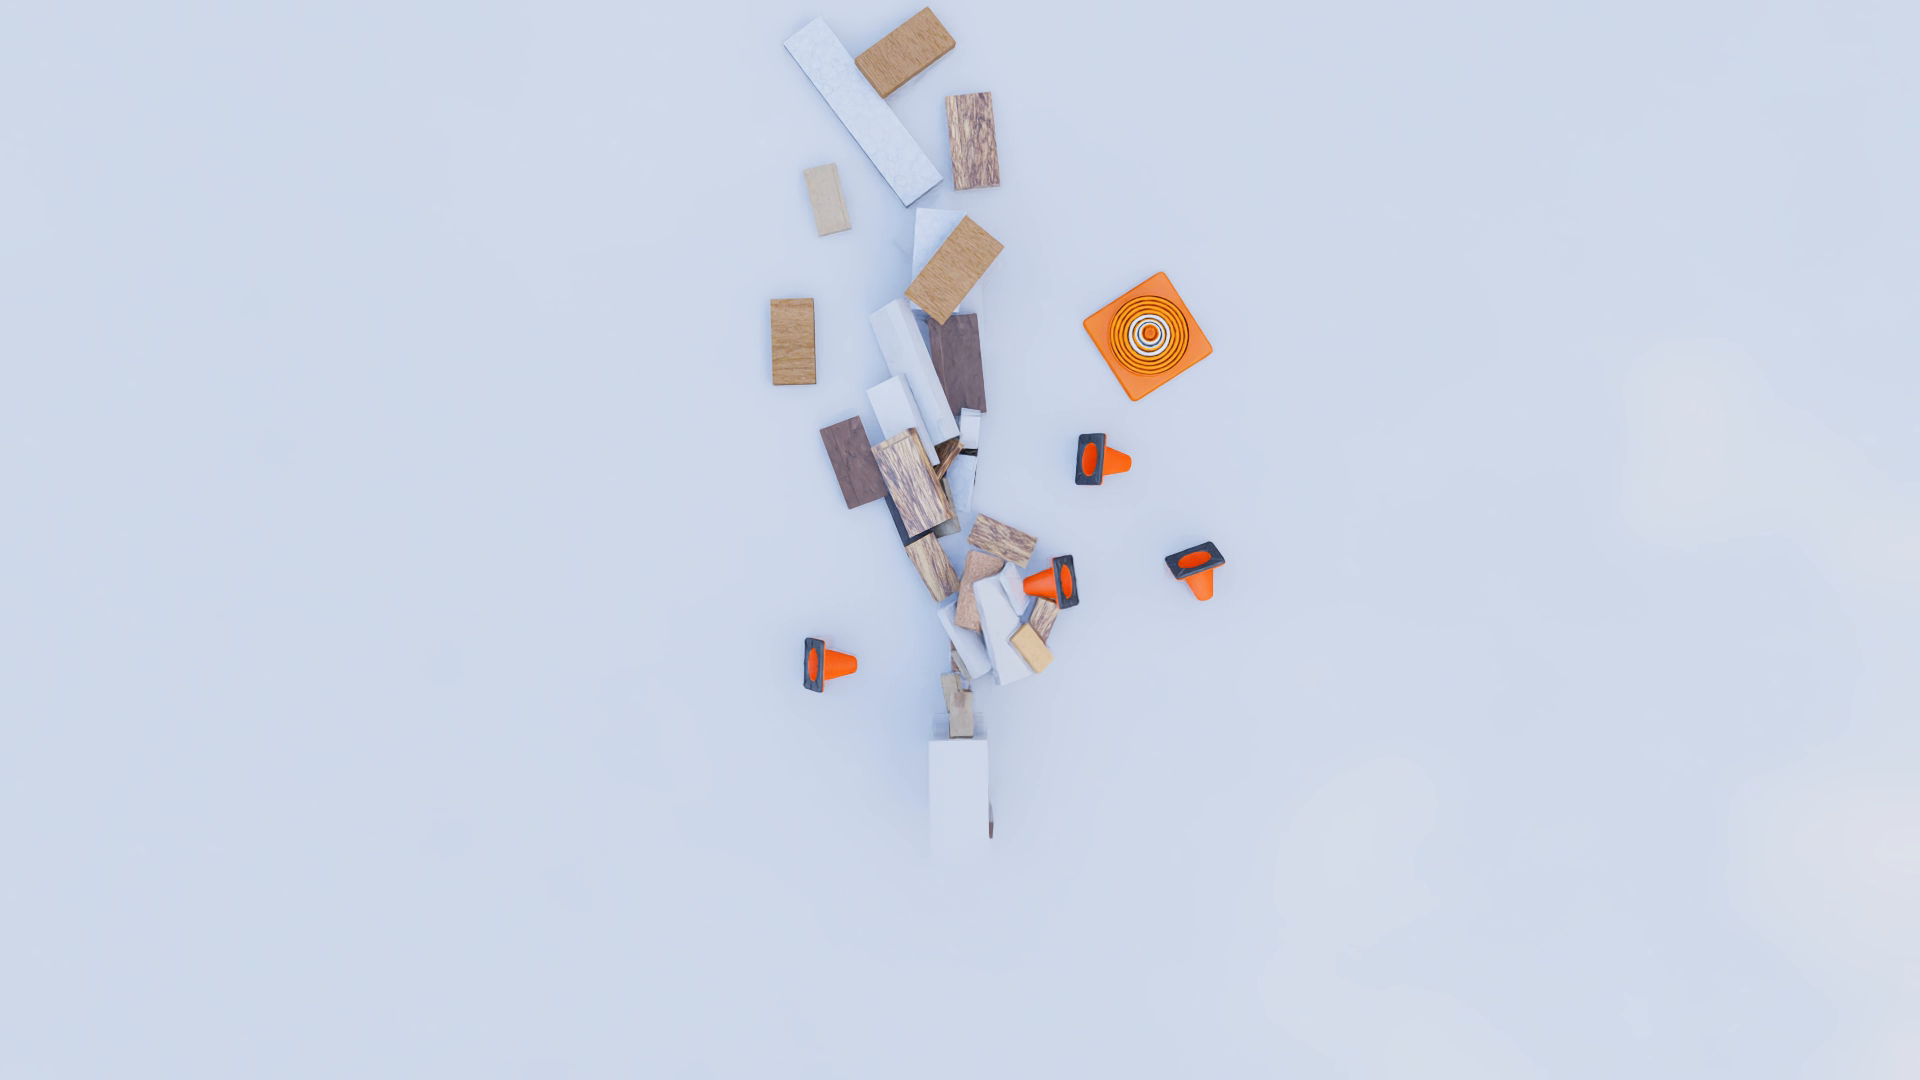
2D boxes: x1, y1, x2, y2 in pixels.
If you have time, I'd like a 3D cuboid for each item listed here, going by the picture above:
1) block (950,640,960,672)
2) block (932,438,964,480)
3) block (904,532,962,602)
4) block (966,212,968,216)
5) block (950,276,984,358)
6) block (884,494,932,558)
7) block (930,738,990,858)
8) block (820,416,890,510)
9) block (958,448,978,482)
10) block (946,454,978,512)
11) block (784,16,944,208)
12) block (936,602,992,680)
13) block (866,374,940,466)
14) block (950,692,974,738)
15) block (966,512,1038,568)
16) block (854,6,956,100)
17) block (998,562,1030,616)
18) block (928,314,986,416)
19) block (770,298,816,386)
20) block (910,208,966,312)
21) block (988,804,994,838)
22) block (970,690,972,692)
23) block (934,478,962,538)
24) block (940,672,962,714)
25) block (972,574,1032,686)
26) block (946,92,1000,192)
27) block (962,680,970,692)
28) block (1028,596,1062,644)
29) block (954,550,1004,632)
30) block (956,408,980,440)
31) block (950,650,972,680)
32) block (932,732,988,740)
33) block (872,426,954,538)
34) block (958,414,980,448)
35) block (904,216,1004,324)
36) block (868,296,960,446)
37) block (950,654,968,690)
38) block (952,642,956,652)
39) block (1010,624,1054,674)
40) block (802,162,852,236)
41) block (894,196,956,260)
[{"bbox_3d":[-0.003,0.383,5.472,0.054,0.015,0.107,-2,68,-1],"label":"block"},{"bbox_3d":[-0.071,-0.260,5.456,0.026,0.092,0.185,36,90,-39],"label":"block"},{"bbox_3d":[-0.086,0.089,5.465,0.108,0.030,0.215,-29,100,1],"label":"block"},{"bbox_3d":[-0.024,-0.966,5.455,0.112,0.032,0.223,-3,106,0],"label":"block"},{"bbox_3d":[-0.006,-0.763,5.452,0.162,0.046,0.325,-3,99,0],"label":"block"},{"bbox_3d":[-0.162,-0.062,5.485,0.108,0.030,0.215,-22,90,0],"label":"block"},{"bbox_3d":[-0.003,0.799,5.115,0.180,0.051,0.359,-1,90,0],"label":"block"},{"bbox_3d":[-0.352,-0.257,5.480,0.141,0.040,0.283,-20,90,0],"label":"block"},{"bbox_3d":[0.024,-0.249,5.491,0.062,0.018,0.124,5,90,0],"label":"block"},{"bbox_3d":[-0.002,-0.191,5.464,0.092,0.026,0.184,10,94,22],"label":"block"},{"bbox_3d":[-0.321,-1.420,5.478,0.153,0.043,0.677,-37,90,0],"label":"block"},{"bbox_3d":[0.035,0.321,5.447,0.125,0.035,0.250,-28,90,-39],"label":"block"},{"bbox_3d":[-0.188,-0.374,5.443,0.141,0.040,0.318,-22,90,35],"label":"block"},{"bbox_3d":[0.005,0.570,5.364,0.075,0.021,0.150,-1,64,0],"label":"block"},{"bbox_3d":[0.140,0.002,5.485,0.215,0.030,0.108,24,90,0],"label":"block"},{"bbox_3d":[-0.181,-1.612,5.456,0.306,0.043,0.153,-38,90,-8],"label":"block"},{"bbox_3d":[0.180,0.161,5.433,0.022,0.078,0.157,-10,119,31],"label":"block"},{"bbox_3d":[-0.009,-0.576,5.435,0.162,0.046,0.325,-6,99,1],"label":"block"},{"bbox_3d":[-0.554,-0.658,5.480,0.141,0.040,0.283,-2,90,0],"label":"block"},{"bbox_3d":[-0.072,-0.912,5.381,0.162,0.046,0.325,4,99,-1],"label":"block"},{"bbox_3d":[0.014,0.899,5.320,0.180,0.359,0.051,4,90,0],"label":"block"},{"bbox_3d":[0.004,0.560,5.438,0.075,0.150,0.021,-1,133,0],"label":"block"},{"bbox_3d":[-0.061,-0.106,5.459,0.092,0.026,0.184,-16,88,37],"label":"block"},{"bbox_3d":[-0.022,0.502,5.418,0.063,0.018,0.125,-10,66,-4],"label":"block"},{"bbox_3d":[0.138,0.293,5.435,0.125,0.035,0.353,-17,97,-31],"label":"block"},{"bbox_3d":[0.042,-1.324,5.478,0.153,0.043,0.306,-6,90,0],"label":"block"},{"bbox_3d":[0.000,0.510,5.453,0.063,0.018,0.125,-1,50,0],"label":"block"},{"bbox_3d":[0.273,0.264,5.455,0.078,0.022,0.157,21,116,0],"label":"block"},{"bbox_3d":[0.062,0.171,5.435,0.125,0.035,0.250,16,80,-30],"label":"block"},{"bbox_3d":[0.025,-0.376,5.453,0.062,0.018,0.124,8,126,-7],"label":"block"},{"bbox_3d":[0.016,0.405,5.433,0.054,0.015,0.107,-31,92,-39],"label":"block"},{"bbox_3d":[0.000,0.674,5.320,0.180,0.359,0.051,-1,92,0],"label":"block"},{"bbox_3d":[-0.156,-0.189,5.408,0.162,0.046,0.323,-25,87,31],"label":"block"},{"bbox_3d":[0.031,-0.359,5.444,0.062,0.018,0.124,3,126,-3],"label":"block"},{"bbox_3d":[-0.019,-0.873,5.341,0.162,0.046,0.323,39,97,-6],"label":"block"},{"bbox_3d":[-0.152,-0.543,5.423,0.046,0.162,0.483,-21,90,-40],"label":"block"},{"bbox_3d":[-0.003,0.435,5.468,0.063,0.018,0.125,-1,68,0],"label":"block"},{"bbox_3d":[0.000,0.317,5.477,0.054,0.015,0.107,-1,73,-1],"label":"block"},{"bbox_3d":[0.239,0.360,5.454,0.078,0.022,0.157,-44,110,-17],"label":"block"},{"bbox_3d":[-0.441,-1.131,5.484,0.112,0.032,0.223,-14,90,0],"label":"block"},{"bbox_3d":[-0.100,-1.029,5.484,0.223,0.032,0.112,-40,90,0],"label":"block"}]
